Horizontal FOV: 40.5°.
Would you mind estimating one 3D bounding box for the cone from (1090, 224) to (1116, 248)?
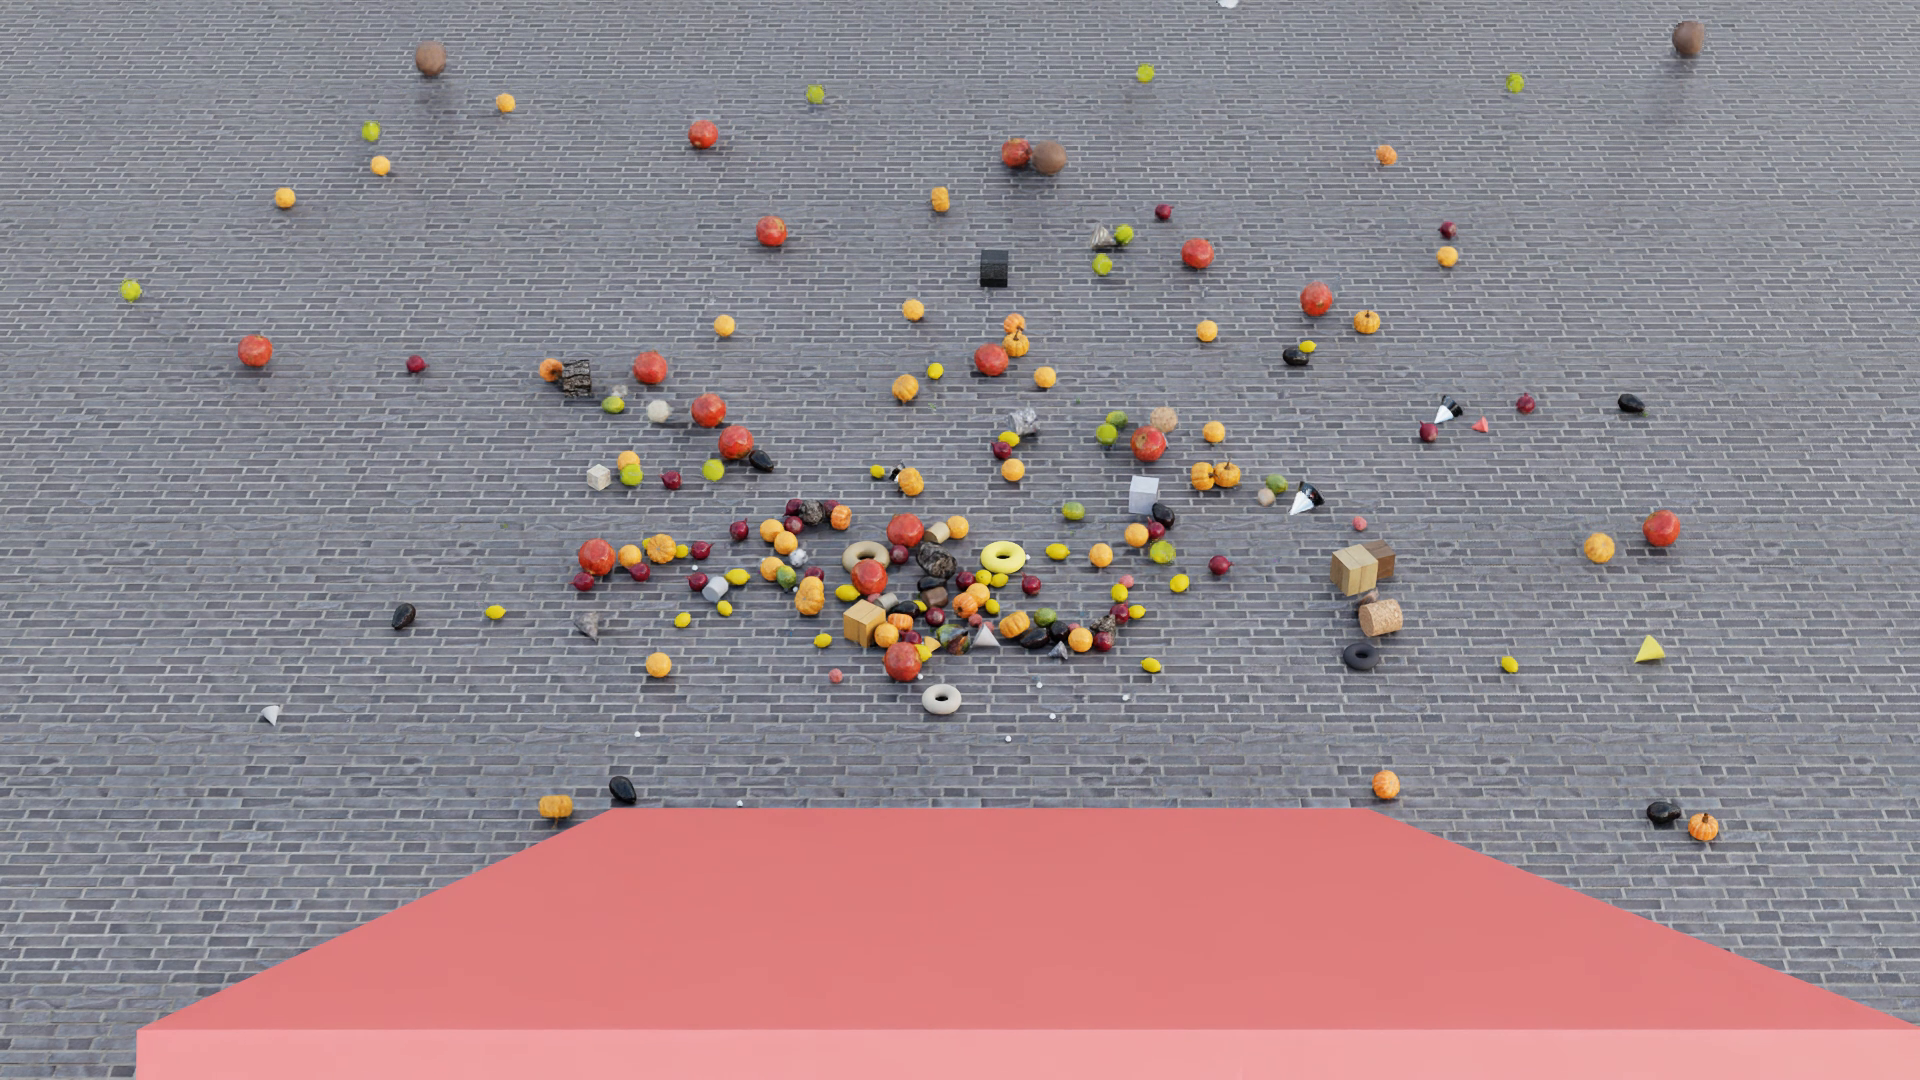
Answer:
[{"bbox_3d":[0.532,-1.087,9.432,0.091,0.091,0.091,20,32,-19],"label":"cone"}]

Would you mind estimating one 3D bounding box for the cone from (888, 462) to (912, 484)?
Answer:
[{"bbox_3d":[-0.176,-0.197,8.235,0.072,0.072,0.072,39,46,5],"label":"cone"}]

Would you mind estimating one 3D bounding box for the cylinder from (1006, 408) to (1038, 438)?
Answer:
[{"bbox_3d":[0.203,-0.381,8.445,0.078,0.078,0.078,-19,40,-18],"label":"cylinder"}]

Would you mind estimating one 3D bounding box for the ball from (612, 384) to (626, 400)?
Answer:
[{"bbox_3d":[-1.130,-0.490,8.617,0.050,0.050,0.050,0,36,0],"label":"ball"}]

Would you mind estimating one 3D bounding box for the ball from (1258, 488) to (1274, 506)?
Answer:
[{"bbox_3d":[0.958,-0.136,8.135,0.054,0.054,0.054,0,36,0],"label":"ball"}]

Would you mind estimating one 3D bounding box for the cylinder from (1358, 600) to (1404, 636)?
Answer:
[{"bbox_3d":[1.231,0.227,7.609,0.095,0.095,0.095,-7,36,-27],"label":"cylinder"}]

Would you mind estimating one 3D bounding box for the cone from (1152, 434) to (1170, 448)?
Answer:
[{"bbox_3d":[0.640,-0.309,8.394,0.054,0.054,0.054,-25,35,11],"label":"cone"}]

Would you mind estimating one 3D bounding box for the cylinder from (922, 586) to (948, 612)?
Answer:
[{"bbox_3d":[-0.074,0.173,7.712,0.060,0.060,0.060,-19,40,-23],"label":"cylinder"}]

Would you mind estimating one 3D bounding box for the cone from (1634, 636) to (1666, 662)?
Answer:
[{"bbox_3d":[1.982,0.330,7.520,0.080,0.080,0.080,-36,43,-2],"label":"cone"}]

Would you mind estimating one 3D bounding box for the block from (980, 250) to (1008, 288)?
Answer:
[{"bbox_3d":[0.122,-0.962,9.216,0.096,0.096,0.096,2,37,2],"label":"block"}]

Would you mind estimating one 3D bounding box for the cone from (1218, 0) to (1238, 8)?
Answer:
[{"bbox_3d":[1.142,-2.313,11.089,0.089,0.089,0.089,2,10,3],"label":"cone"}]

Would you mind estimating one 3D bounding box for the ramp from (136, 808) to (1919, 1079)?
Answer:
[{"bbox_3d":[0.080,0.680,4.902,2.000,0.100,4.000,0,-2,0],"label":"ramp"}]

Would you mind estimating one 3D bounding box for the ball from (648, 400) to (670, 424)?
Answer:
[{"bbox_3d":[-0.984,-0.420,8.500,0.076,0.076,0.076,0,36,0],"label":"ball"}]

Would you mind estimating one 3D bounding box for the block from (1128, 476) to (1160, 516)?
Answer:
[{"bbox_3d":[0.574,-0.139,8.115,0.083,0.083,0.083,6,37,8],"label":"block"}]

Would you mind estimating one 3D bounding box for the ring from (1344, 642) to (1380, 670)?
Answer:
[{"bbox_3d":[1.159,0.337,7.512,0.104,0.035,0.104,-1,37,1],"label":"ring"}]

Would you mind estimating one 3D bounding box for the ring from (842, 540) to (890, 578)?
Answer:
[{"bbox_3d":[-0.285,0.057,7.878,0.148,0.049,0.148,-1,37,1],"label":"ring"}]

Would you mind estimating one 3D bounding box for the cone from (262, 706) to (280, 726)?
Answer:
[{"bbox_3d":[-1.930,0.500,7.300,0.052,0.052,0.052,-14,65,-19],"label":"cone"}]

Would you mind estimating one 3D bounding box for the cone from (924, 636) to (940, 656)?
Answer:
[{"bbox_3d":[-0.092,0.317,7.548,0.054,0.054,0.054,19,67,24],"label":"cone"}]

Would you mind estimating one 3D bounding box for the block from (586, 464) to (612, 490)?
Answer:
[{"bbox_3d":[-1.141,-0.198,8.220,0.052,0.052,0.052,27,44,32],"label":"block"}]

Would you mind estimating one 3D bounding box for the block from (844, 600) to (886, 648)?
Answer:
[{"bbox_3d":[-0.279,0.244,7.594,0.087,0.087,0.087,25,43,29],"label":"block"}]

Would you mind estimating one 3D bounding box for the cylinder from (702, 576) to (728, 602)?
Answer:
[{"bbox_3d":[-0.728,0.146,7.750,0.057,0.057,0.057,16,39,20],"label":"cylinder"}]

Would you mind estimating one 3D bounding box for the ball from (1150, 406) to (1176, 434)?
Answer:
[{"bbox_3d":[0.659,-0.390,8.450,0.087,0.087,0.087,0,36,0],"label":"ball"}]

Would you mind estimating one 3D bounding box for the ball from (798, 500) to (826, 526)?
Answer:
[{"bbox_3d":[-0.458,-0.084,8.039,0.085,0.085,0.085,0,36,0],"label":"ball"}]

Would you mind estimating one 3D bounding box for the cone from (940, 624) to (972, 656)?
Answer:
[{"bbox_3d":[0.006,0.274,7.512,0.096,0.096,0.096,8,68,-21],"label":"cone"}]

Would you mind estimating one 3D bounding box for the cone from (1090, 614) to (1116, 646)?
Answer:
[{"bbox_3d":[0.433,0.276,7.592,0.084,0.084,0.084,-16,66,-21],"label":"cone"}]

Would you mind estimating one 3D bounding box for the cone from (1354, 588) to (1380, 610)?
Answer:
[{"bbox_3d":[1.228,0.206,7.684,0.091,0.091,0.091,-31,73,-35],"label":"cone"}]

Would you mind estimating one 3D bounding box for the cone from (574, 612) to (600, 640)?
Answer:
[{"bbox_3d":[-1.078,0.265,7.608,0.079,0.079,0.079,-17,66,-21],"label":"cone"}]

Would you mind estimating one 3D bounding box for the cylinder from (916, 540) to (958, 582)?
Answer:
[{"bbox_3d":[-0.071,0.065,7.831,0.092,0.092,0.092,-20,41,-25],"label":"cylinder"}]

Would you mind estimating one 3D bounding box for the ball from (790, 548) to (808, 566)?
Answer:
[{"bbox_3d":[-0.489,0.054,7.878,0.054,0.054,0.054,0,36,0],"label":"ball"}]

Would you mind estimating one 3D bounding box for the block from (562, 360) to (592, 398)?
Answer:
[{"bbox_3d":[-1.274,-0.538,8.649,0.089,0.089,0.089,-4,37,-5],"label":"block"}]

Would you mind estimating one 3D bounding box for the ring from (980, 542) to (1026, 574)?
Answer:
[{"bbox_3d":[0.130,0.053,7.887,0.137,0.046,0.137,-1,37,1],"label":"ring"}]

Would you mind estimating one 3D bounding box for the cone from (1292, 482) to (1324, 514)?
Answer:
[{"bbox_3d":[1.065,-0.112,8.111,0.100,0.100,0.100,-45,50,-10],"label":"cone"}]

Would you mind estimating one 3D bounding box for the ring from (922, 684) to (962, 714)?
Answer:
[{"bbox_3d":[-0.052,0.451,7.356,0.113,0.038,0.113,0,38,0],"label":"ring"}]

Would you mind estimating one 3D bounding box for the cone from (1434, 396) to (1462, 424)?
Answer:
[{"bbox_3d":[1.584,-0.411,8.518,0.089,0.089,0.089,-44,50,-10],"label":"cone"}]

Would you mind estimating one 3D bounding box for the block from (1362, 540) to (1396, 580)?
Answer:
[{"bbox_3d":[1.255,0.061,7.846,0.081,0.081,0.081,-12,38,-16],"label":"block"}]

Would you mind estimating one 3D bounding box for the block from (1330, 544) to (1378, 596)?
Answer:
[{"bbox_3d":[1.180,0.090,7.791,0.099,0.099,0.099,-16,39,-20],"label":"block"}]

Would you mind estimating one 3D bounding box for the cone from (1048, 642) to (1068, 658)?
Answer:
[{"bbox_3d":[0.275,0.327,7.533,0.055,0.055,0.055,-20,33,18],"label":"cone"}]
